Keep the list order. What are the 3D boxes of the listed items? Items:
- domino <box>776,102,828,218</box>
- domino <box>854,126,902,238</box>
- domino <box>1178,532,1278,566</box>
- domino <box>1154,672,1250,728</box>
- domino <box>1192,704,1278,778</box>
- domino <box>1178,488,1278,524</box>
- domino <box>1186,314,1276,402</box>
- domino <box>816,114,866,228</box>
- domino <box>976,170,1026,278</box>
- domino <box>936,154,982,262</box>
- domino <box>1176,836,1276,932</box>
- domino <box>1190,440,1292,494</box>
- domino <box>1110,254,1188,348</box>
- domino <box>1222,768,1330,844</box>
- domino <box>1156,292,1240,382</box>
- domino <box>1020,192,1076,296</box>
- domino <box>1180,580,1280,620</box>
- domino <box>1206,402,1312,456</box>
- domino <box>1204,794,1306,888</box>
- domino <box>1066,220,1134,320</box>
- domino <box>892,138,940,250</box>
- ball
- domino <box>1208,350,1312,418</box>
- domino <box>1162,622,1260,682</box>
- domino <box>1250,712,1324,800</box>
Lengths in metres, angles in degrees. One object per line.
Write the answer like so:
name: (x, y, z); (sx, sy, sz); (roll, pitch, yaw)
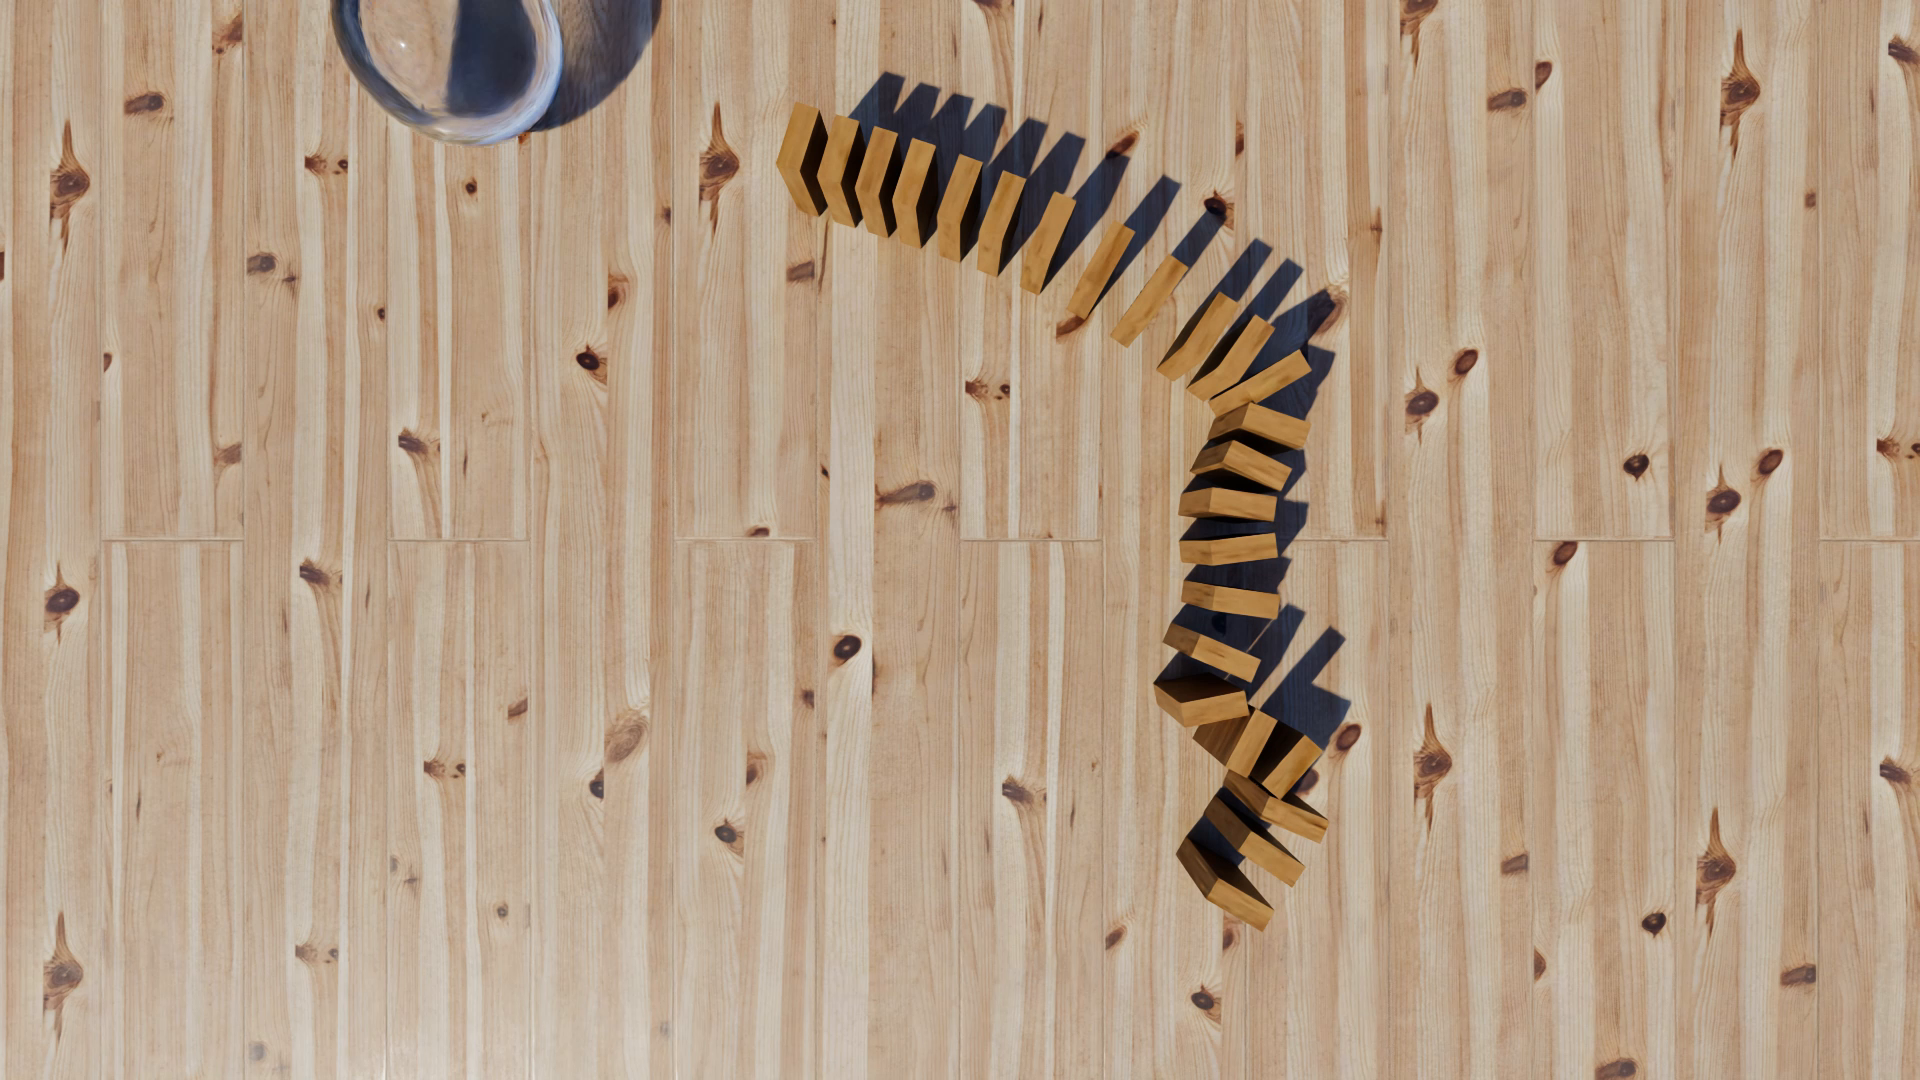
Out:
domino: (-0.062, -0.154, 0.375); (0.009, 0.050, 0.025); (18, 90, 0)
domino: (-0.032, -0.145, 0.375); (0.009, 0.050, 0.025); (17, 90, 0)
domino: (0.108, 0.003, 0.375); (0.025, 0.050, 0.010); (-7, 90, 0)
domino: (0.097, 0.065, 0.375); (0.025, 0.050, 0.009); (-11, 90, 0)
domino: (0.111, 0.078, 0.375); (0.009, 0.050, 0.025); (28, 90, 0)
domino: (0.108, -0.014, 0.375); (0.025, 0.050, 0.009); (8, 90, 0)
domino: (0.110, -0.073, 0.375); (0.010, 0.050, 0.025); (35, 90, 0)
domino: (-0.047, -0.149, 0.375); (0.010, 0.050, 0.025); (17, 90, 0)
domino: (0.016, -0.128, 0.375); (0.009, 0.050, 0.025); (22, 90, 0)
domino: (0.000, -0.134, 0.375); (0.009, 0.050, 0.025); (20, 90, 0)
domino: (0.107, 0.140, 0.375); (0.025, 0.050, 0.010); (30, 90, 0)
domino: (0.114, -0.029, 0.375); (0.025, 0.050, 0.009); (26, 90, 0)
domino: (0.076, -0.097, 0.375); (0.010, 0.050, 0.025); (35, 90, 0)
domino: (0.128, 0.107, 0.375); (0.025, 0.050, 0.009); (23, 90, 0)
domino: (0.096, -0.082, 0.375); (0.009, 0.050, 0.025); (34, 90, 0)
domino: (0.035, -0.120, 0.375); (0.010, 0.050, 0.025); (24, 90, 0)
domino: (0.109, 0.024, 0.375); (0.025, 0.050, 0.009); (8, 90, 0)
domino: (0.121, -0.044, 0.375); (0.025, 0.050, 0.009); (19, 90, 0)
domino: (0.119, 0.122, 0.375); (0.025, 0.050, 0.010); (34, 90, 0)
domino: (0.057, -0.109, 0.375); (0.010, 0.050, 0.025); (30, 90, 0)
domino: (-0.018, -0.140, 0.375); (0.009, 0.050, 0.025); (18, 90, 0)
ball: (-0.199, -0.198, 0.360); (0.080, 0.080, 0.080); (0, 90, 0)
domino: (0.121, -0.062, 0.375); (0.025, 0.050, 0.010); (-31, 90, 0)
domino: (0.102, 0.045, 0.375); (0.025, 0.050, 0.010); (23, 90, 0)
domino: (0.127, 0.087, 0.375); (0.010, 0.050, 0.025); (42, 90, 0)
